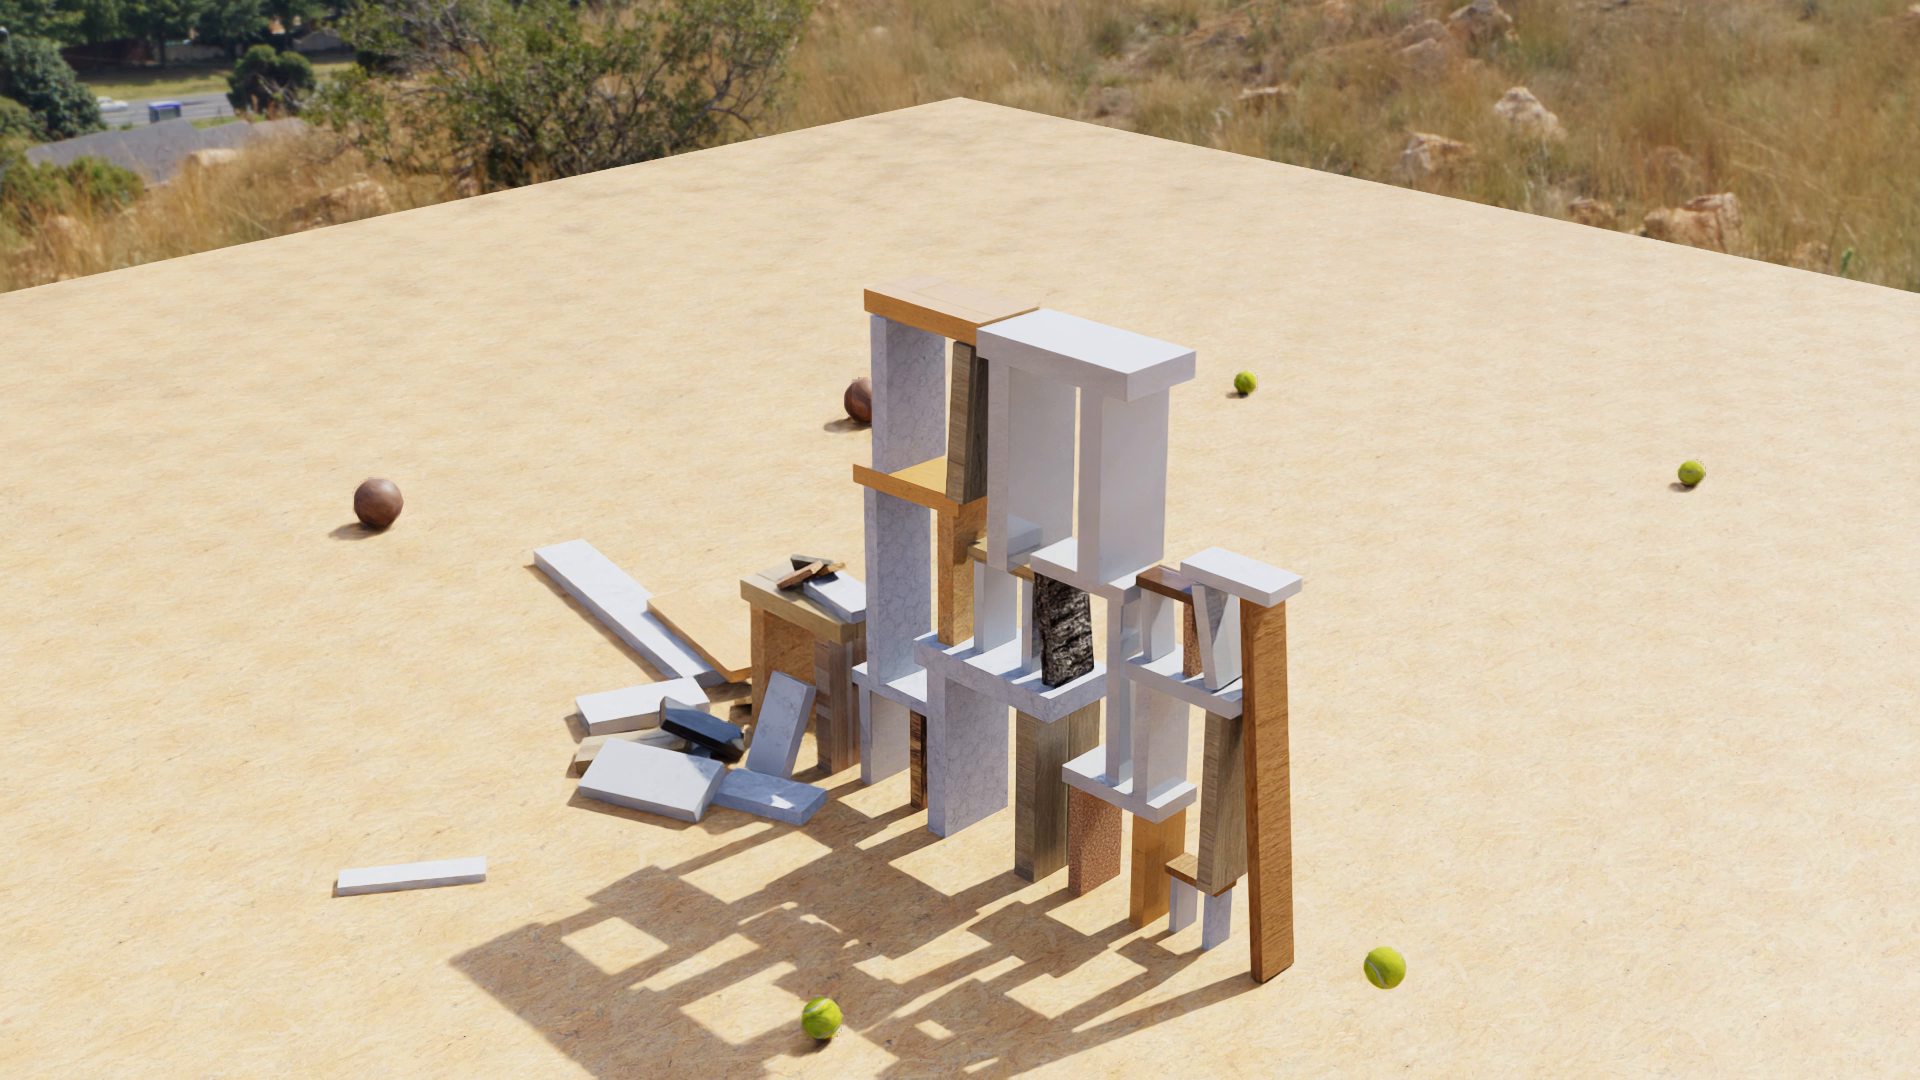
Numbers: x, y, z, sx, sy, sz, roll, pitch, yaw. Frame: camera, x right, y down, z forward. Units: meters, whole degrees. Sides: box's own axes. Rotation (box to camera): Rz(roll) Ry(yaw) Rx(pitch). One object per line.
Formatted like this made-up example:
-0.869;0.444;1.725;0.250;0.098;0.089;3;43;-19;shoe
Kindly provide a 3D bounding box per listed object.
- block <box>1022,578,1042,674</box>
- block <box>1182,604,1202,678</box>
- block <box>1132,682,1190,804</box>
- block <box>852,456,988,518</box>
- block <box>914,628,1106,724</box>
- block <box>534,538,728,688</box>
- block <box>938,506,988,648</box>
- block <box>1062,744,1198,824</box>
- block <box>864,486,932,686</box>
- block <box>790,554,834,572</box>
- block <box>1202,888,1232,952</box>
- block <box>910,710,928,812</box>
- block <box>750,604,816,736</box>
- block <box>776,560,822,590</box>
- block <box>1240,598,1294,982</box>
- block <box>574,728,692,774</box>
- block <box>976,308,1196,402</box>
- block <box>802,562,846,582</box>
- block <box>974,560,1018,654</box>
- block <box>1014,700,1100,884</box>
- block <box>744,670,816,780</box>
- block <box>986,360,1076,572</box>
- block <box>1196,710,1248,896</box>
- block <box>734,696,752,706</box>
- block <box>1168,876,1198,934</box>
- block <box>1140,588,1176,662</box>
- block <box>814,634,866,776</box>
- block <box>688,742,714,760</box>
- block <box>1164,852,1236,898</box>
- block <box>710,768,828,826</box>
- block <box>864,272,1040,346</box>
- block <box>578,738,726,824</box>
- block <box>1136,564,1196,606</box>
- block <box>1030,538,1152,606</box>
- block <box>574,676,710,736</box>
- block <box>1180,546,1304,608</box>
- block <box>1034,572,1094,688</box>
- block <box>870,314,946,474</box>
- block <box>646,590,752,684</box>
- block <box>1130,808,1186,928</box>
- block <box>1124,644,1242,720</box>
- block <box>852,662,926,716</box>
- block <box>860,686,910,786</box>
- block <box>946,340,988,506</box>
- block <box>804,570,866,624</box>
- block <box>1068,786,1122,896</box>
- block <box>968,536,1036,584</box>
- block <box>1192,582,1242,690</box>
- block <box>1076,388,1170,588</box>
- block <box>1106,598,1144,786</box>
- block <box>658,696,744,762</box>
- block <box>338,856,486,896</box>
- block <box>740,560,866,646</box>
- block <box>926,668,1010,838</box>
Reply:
0.157;0.149;4.122;0.026;0.186;0.093;21;30;40;block
0.418;0.165;3.837;0.019;0.136;0.068;17;28;41;block
0.364;0.346;3.972;0.033;0.236;0.118;20;30;39;block
-0.060;-0.115;4.230;0.274;0.039;0.137;19;30;38;block
0.100;0.240;4.210;0.359;0.051;0.180;21;31;41;block
-0.797;0.170;5.311;0.135;0.038;0.866;-14;27;-30;block
0.015;0.054;4.233;0.039;0.274;0.137;17;28;35;block
0.312;0.450;4.070;0.229;0.033;0.115;21;31;40;block
-0.123;0.073;4.387;0.137;0.431;0.039;-18;29;-37;block
-0.308;0.055;4.639;0.095;0.047;0.013;9;55;19;block
0.468;0.682;4.000;0.060;0.120;0.017;-21;31;-40;block
-0.050;0.429;4.466;0.031;0.222;0.111;21;31;41;block
-0.374;0.262;4.735;0.159;0.318;0.045;-21;33;-41;block
-0.334;0.073;4.580;0.094;0.013;0.047;-24;11;29;block
0.537;0.425;3.838;0.027;0.719;0.094;12;22;43;block
-0.687;0.442;4.639;0.233;0.030;0.107;-7;23;4;block
0.218;-0.327;3.854;0.179;0.051;0.357;-21;31;-40;block
-0.286;0.067;4.590;0.047;0.013;0.094;-14;-4;-44;block
0.068;0.115;4.203;0.026;0.186;0.093;21;31;40;block
0.186;0.462;4.213;0.180;0.359;0.051;-21;31;-41;block
-0.373;0.390;4.576;0.107;0.213;0.030;20;6;39;block
0.131;-0.155;4.022;0.179;0.397;0.051;-21;31;-41;block
0.476;0.447;3.896;0.033;0.361;0.118;21;30;39;block
-0.462;0.353;4.856;0.049;0.014;0.098;-10;-2;-22;block
0.413;0.660;4.052;0.060;0.120;0.017;-21;31;-40;block
0.351;0.140;3.895;0.019;0.136;0.068;15;27;41;block
-0.227;0.319;4.601;0.159;0.318;0.045;-21;31;-40;block
-0.571;0.455;4.654;0.094;0.027;0.187;1;23;2;block
0.438;0.608;3.999;0.060;0.017;0.120;-21;31;-40;block
-0.391;0.523;4.490;0.213;0.030;0.107;10;25;23;block
-0.018;-0.428;4.071;0.154;0.044;0.309;-20;30;-40;block
-0.629;0.490;4.498;0.270;0.038;0.135;10;46;21;block
0.381;0.079;3.839;0.136;0.019;0.068;20;30;39;block
0.246;0.055;3.970;0.221;0.031;0.111;21;31;39;block
-0.699;0.368;4.844;0.270;0.038;0.135;-9;25;-21;block
0.477;0.062;3.737;0.188;0.027;0.094;21;31;39;block
0.194;0.150;4.071;0.031;0.221;0.111;14;26;43;block
-0.098;-0.293;4.205;0.154;0.309;0.044;-21;31;-40;block
-0.587;0.220;5.106;0.102;0.029;0.455;-14;26;-29;block
0.366;0.592;4.071;0.033;0.229;0.115;21;31;41;block
0.419;0.244;3.869;0.236;0.033;0.118;20;30;39;block
-0.104;0.291;4.465;0.111;0.031;0.222;-21;31;-40;block
-0.156;0.388;4.562;0.111;0.222;0.031;-21;31;-41;block
0.049;-0.232;4.063;0.044;0.309;0.154;24;32;37;block
-0.233;0.117;4.522;0.094;0.027;0.187;-15;28;-32;block
0.257;0.550;4.170;0.033;0.229;0.115;21;31;40;block
0.112;0.033;4.123;0.186;0.026;0.093;21;31;40;block
0.449;0.153;3.796;0.027;0.188;0.094;5;20;41;block
0.287;-0.113;3.869;0.179;0.357;0.051;-21;31;-41;block
0.313;0.258;4.007;0.031;0.369;0.111;18;29;38;block
-0.547;0.399;4.659;0.187;0.027;0.094;26;21;-21;block
-1.050;0.644;4.219;0.275;0.018;0.064;-4;23;-10;block
-0.296;0.126;4.592;0.159;0.045;0.318;-21;31;-40;block
0.017;0.396;4.369;0.051;0.359;0.180;21;31;41;block
